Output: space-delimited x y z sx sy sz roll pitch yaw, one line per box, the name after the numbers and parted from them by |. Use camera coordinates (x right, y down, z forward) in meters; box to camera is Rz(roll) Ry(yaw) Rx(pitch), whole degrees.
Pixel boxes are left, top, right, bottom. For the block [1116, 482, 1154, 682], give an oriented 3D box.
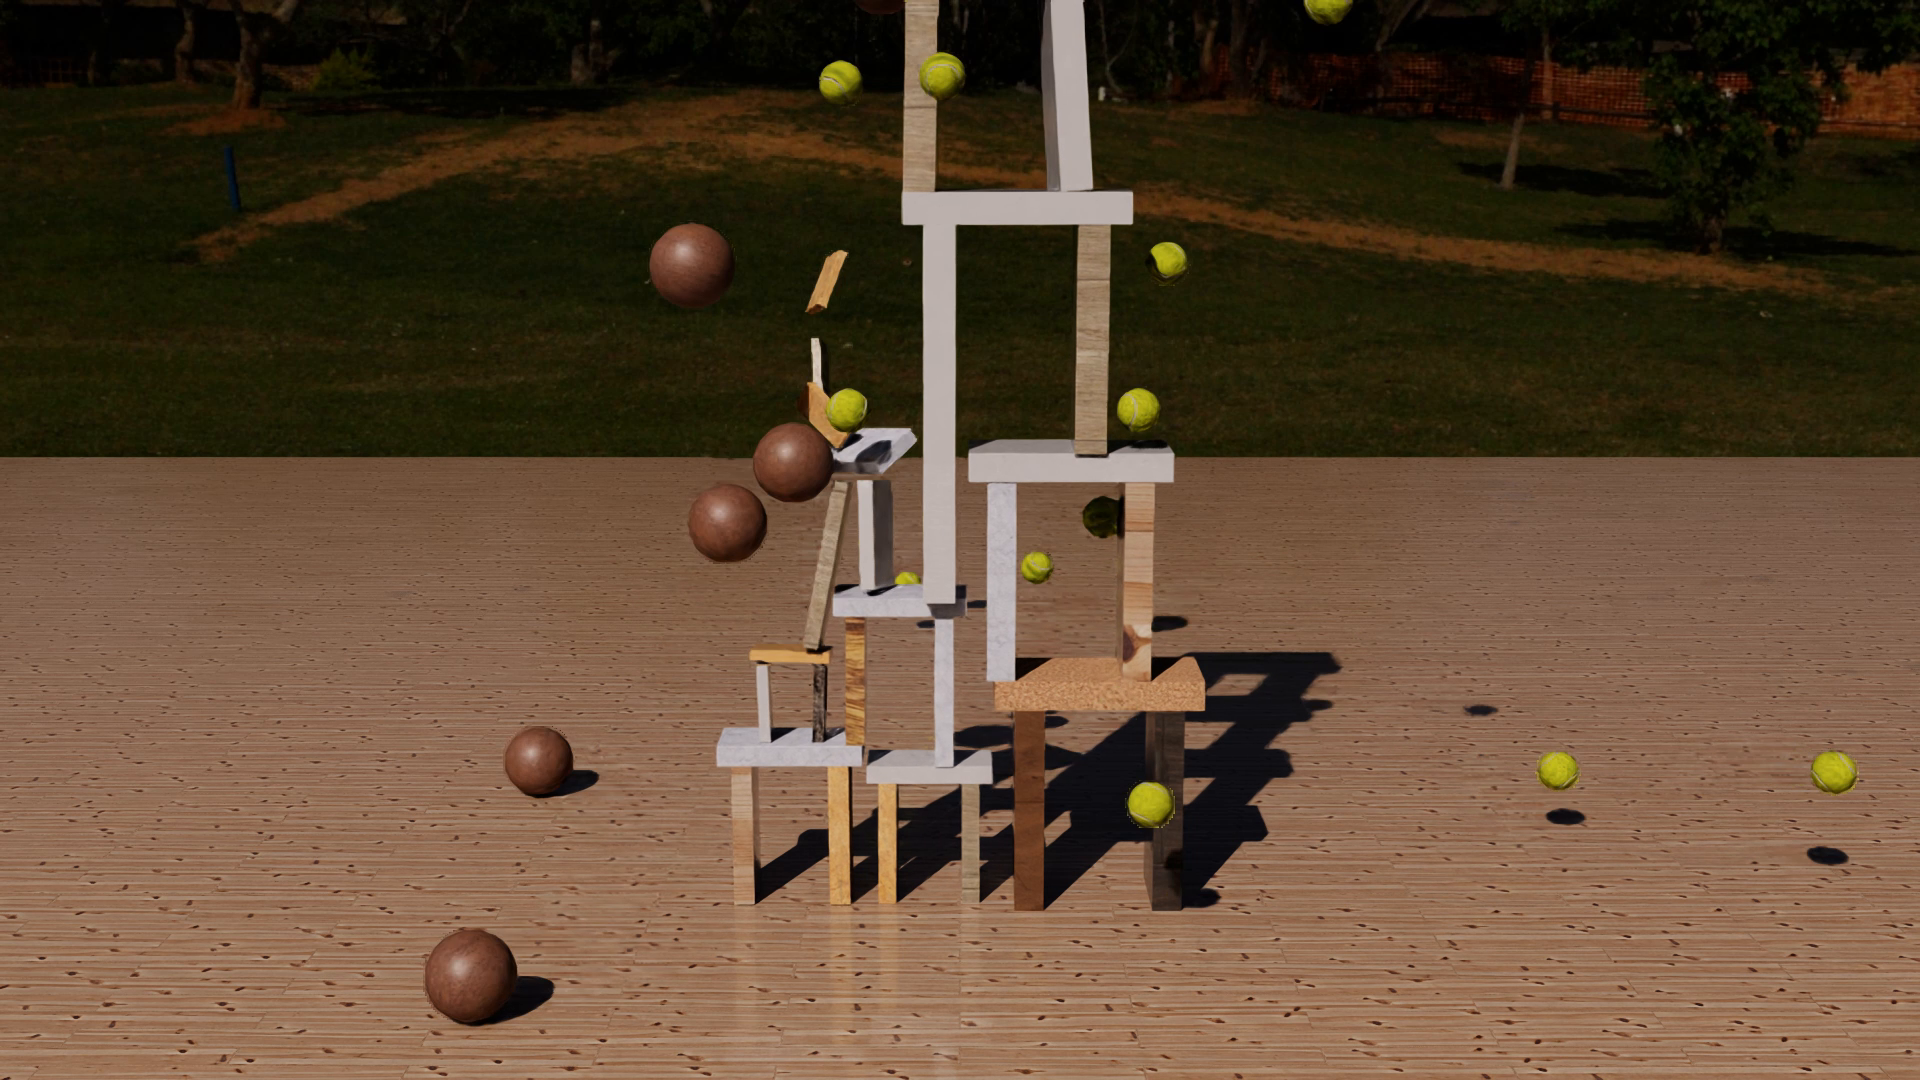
0.284 0.053 3.571 0.046 0.323 0.162 0 11 0 | block

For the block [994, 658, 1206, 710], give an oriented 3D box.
0.224 0.235 3.605 0.337 0.048 0.168 0 11 0 | block

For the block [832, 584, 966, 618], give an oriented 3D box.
-0.097 0.099 3.581 0.214 0.030 0.107 0 10 0 | block

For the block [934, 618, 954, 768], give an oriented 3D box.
-0.025 0.237 3.607 0.030 0.250 0.107 0 10 0 | block

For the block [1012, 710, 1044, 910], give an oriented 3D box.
0.113 0.424 3.639 0.048 0.337 0.168 0 11 0 | block

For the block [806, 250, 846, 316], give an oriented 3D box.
-0.222 -0.428 3.653 0.015 0.105 0.053 27 -20 -21 | block

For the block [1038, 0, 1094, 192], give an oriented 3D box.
0.161 -0.723 3.421 0.050 0.351 0.175 -4 11 -4 | block

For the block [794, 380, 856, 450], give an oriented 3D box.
-0.221 -0.205 3.605 0.105 0.053 0.015 45 37 11 | block

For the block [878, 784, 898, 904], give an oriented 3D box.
-0.119 0.489 3.654 0.029 0.204 0.102 0 10 0 | block

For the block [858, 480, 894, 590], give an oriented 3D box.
-0.136 -0.010 3.574 0.025 0.175 0.087 -1 2 19 | block

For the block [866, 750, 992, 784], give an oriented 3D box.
-0.050 0.374 3.633 0.204 0.029 0.102 0 10 0 | block

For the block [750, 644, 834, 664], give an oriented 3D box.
-0.275 0.186 3.597 0.129 0.018 0.064 2 7 3 | block

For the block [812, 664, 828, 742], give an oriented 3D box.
-0.230 0.261 3.610 0.018 0.129 0.064 2 10 -1 | block

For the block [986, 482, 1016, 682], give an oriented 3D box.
0.067 0.053 3.572 0.046 0.323 0.162 0 11 1 | block

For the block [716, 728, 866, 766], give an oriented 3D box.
-0.277 0.341 3.626 0.236 0.033 0.118 0 10 0 | block

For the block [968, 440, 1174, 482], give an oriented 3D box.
0.175 -0.128 3.535 0.323 0.046 0.162 0 11 0 | block

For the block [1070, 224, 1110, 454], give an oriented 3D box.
0.206 -0.325 3.497 0.050 0.355 0.178 0 11 0 | block

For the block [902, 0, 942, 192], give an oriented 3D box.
-0.058 -0.723 3.426 0.050 0.351 0.176 1 11 1 | block

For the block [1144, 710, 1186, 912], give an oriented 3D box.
0.337 0.424 3.639 0.048 0.337 0.168 0 11 0 | block

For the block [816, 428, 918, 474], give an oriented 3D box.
-0.153 -0.146 3.587 0.087 0.025 0.175 -44 26 -25 | block

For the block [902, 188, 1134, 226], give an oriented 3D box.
0.089 -0.525 3.462 0.355 0.050 0.178 0 11 1 | block

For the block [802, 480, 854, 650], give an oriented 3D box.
-0.215 0.039 3.581 0.025 0.272 0.087 11 2 2 | block

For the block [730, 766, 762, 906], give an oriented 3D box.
-0.355 0.473 3.650 0.033 0.236 0.118 0 11 0 | block

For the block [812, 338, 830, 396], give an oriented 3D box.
-0.241 -0.292 3.814 0.015 0.105 0.053 -7 -14 11 | block

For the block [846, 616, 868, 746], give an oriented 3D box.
-0.169 0.219 3.604 0.030 0.214 0.107 0 10 0 | block

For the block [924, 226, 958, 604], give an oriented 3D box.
-0.030 -0.208 3.522 0.050 0.595 0.178 0 10 1 | block

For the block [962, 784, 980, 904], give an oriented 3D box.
0.018 0.489 3.654 0.029 0.204 0.102 0 10 0 | block

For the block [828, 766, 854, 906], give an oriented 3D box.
-0.198 0.473 3.651 0.033 0.236 0.118 0 10 0 | block

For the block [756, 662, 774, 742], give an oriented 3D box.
-0.320 0.261 3.607 0.018 0.129 0.064 -1 12 -1 | block
